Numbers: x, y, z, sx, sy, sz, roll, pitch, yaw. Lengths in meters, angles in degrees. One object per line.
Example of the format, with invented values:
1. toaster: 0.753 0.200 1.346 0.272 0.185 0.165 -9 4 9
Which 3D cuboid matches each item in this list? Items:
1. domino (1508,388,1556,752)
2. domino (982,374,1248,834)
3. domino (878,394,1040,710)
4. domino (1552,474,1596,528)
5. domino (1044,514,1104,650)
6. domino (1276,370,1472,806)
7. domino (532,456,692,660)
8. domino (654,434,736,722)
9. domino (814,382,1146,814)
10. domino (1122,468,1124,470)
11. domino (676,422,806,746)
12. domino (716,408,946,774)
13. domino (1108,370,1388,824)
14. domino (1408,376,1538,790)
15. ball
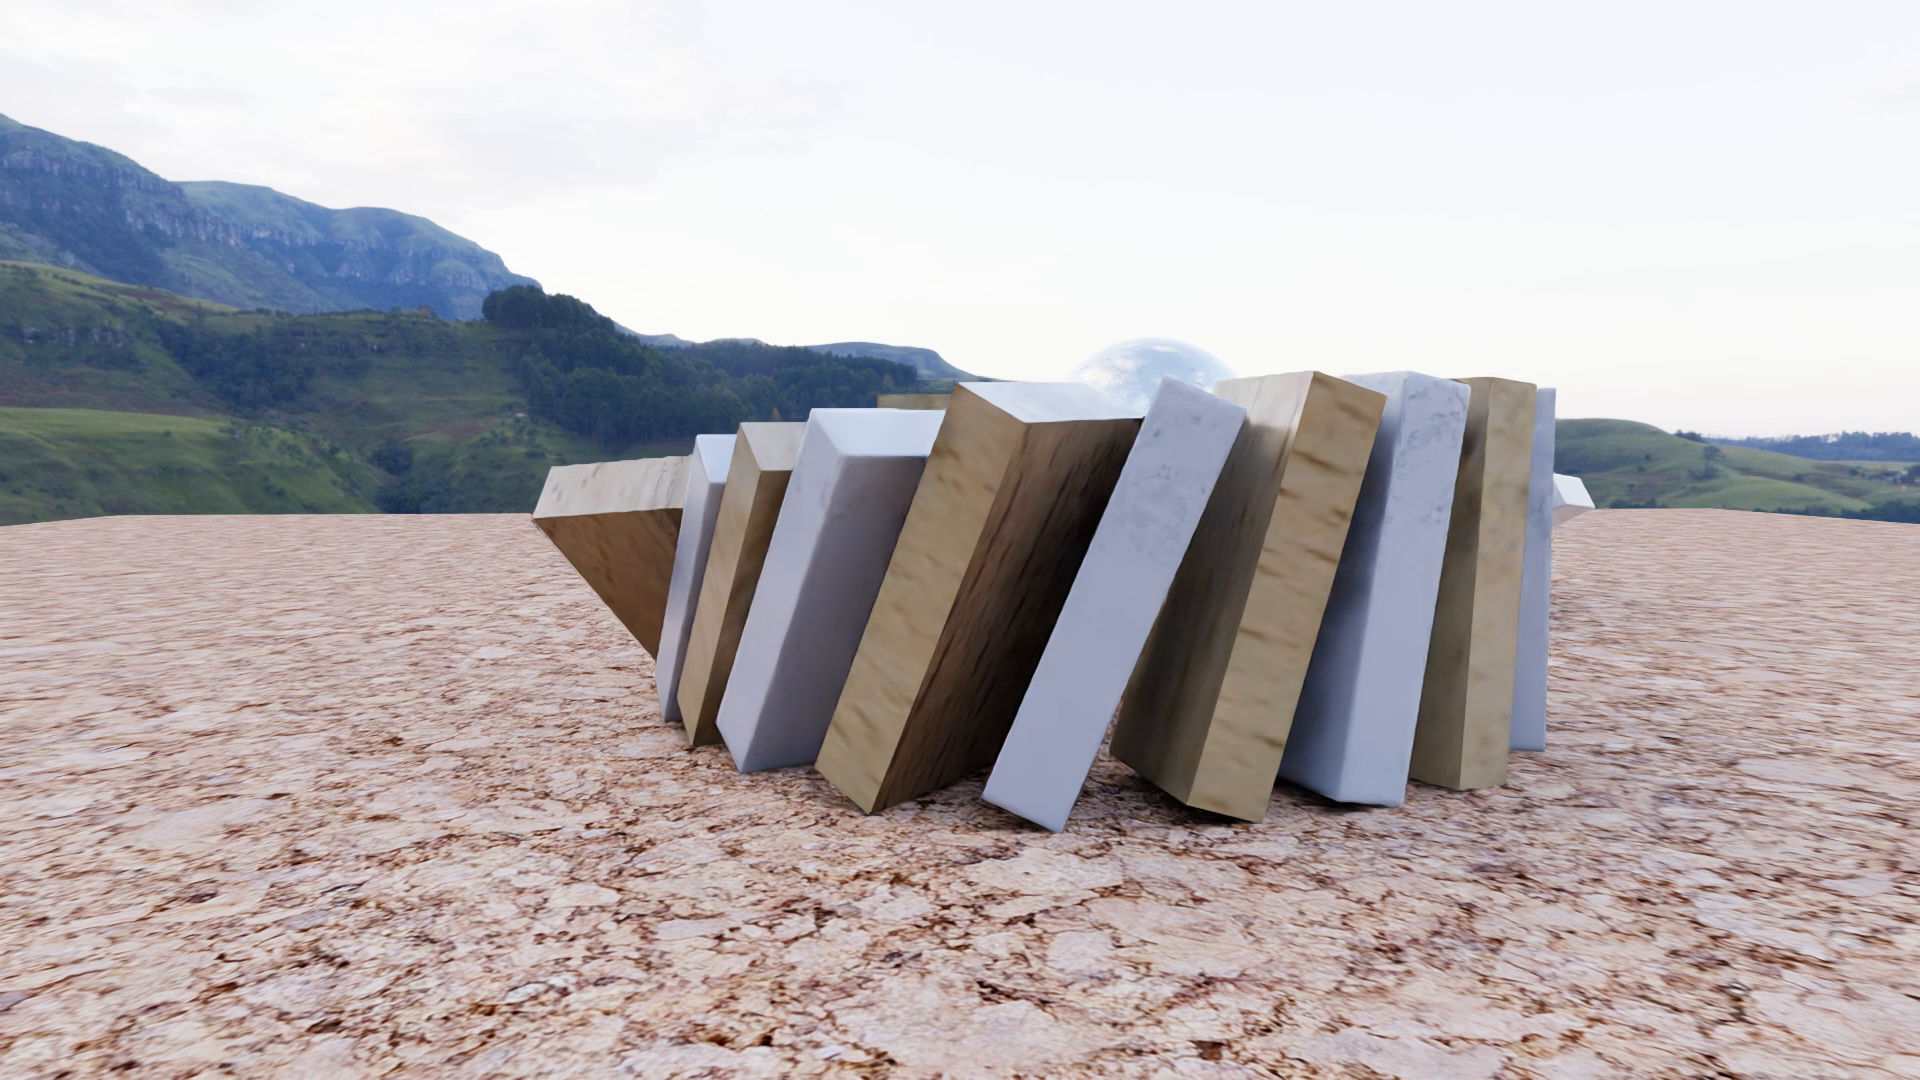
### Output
1. domino: 0.070 0.004 0.183 0.025 0.050 0.009 1 3 13
2. domino: 0.018 0.006 0.150 0.009 0.050 0.025 23 7 5
3. domino: 0.000 0.002 0.201 0.025 0.050 0.009 0 4 0
4. domino: 0.152 -0.002 0.368 0.025 0.010 0.050 2 -28 -47
5. domino: 0.017 0.000 0.237 0.009 0.050 0.025 -2 5 -24
6. domino: 0.047 0.005 0.160 0.009 0.050 0.025 9 0 -23
7. domino: -0.043 0.007 0.204 0.025 0.010 0.050 -4 -36 16
8. domino: -0.029 0.007 0.188 0.025 0.050 0.010 -2 46 -24
9. domino: 0.002 0.006 0.150 0.009 0.050 0.025 34 25 29
10. domino: 0.050 0.002 0.283 0.050 0.010 0.025 41 -15 -26
11. domino: -0.021 0.007 0.174 0.025 0.050 0.010 -2 43 -28
12. domino: -0.012 0.007 0.162 0.025 0.050 0.010 -3 40 -34
13. domino: 0.033 0.006 0.155 0.010 0.050 0.025 16 0 -14
14. domino: 0.059 0.005 0.167 0.009 0.050 0.025 2 3 -34
15. ball: 0.067 -0.031 0.453 0.080 0.080 0.080 0 4 0
